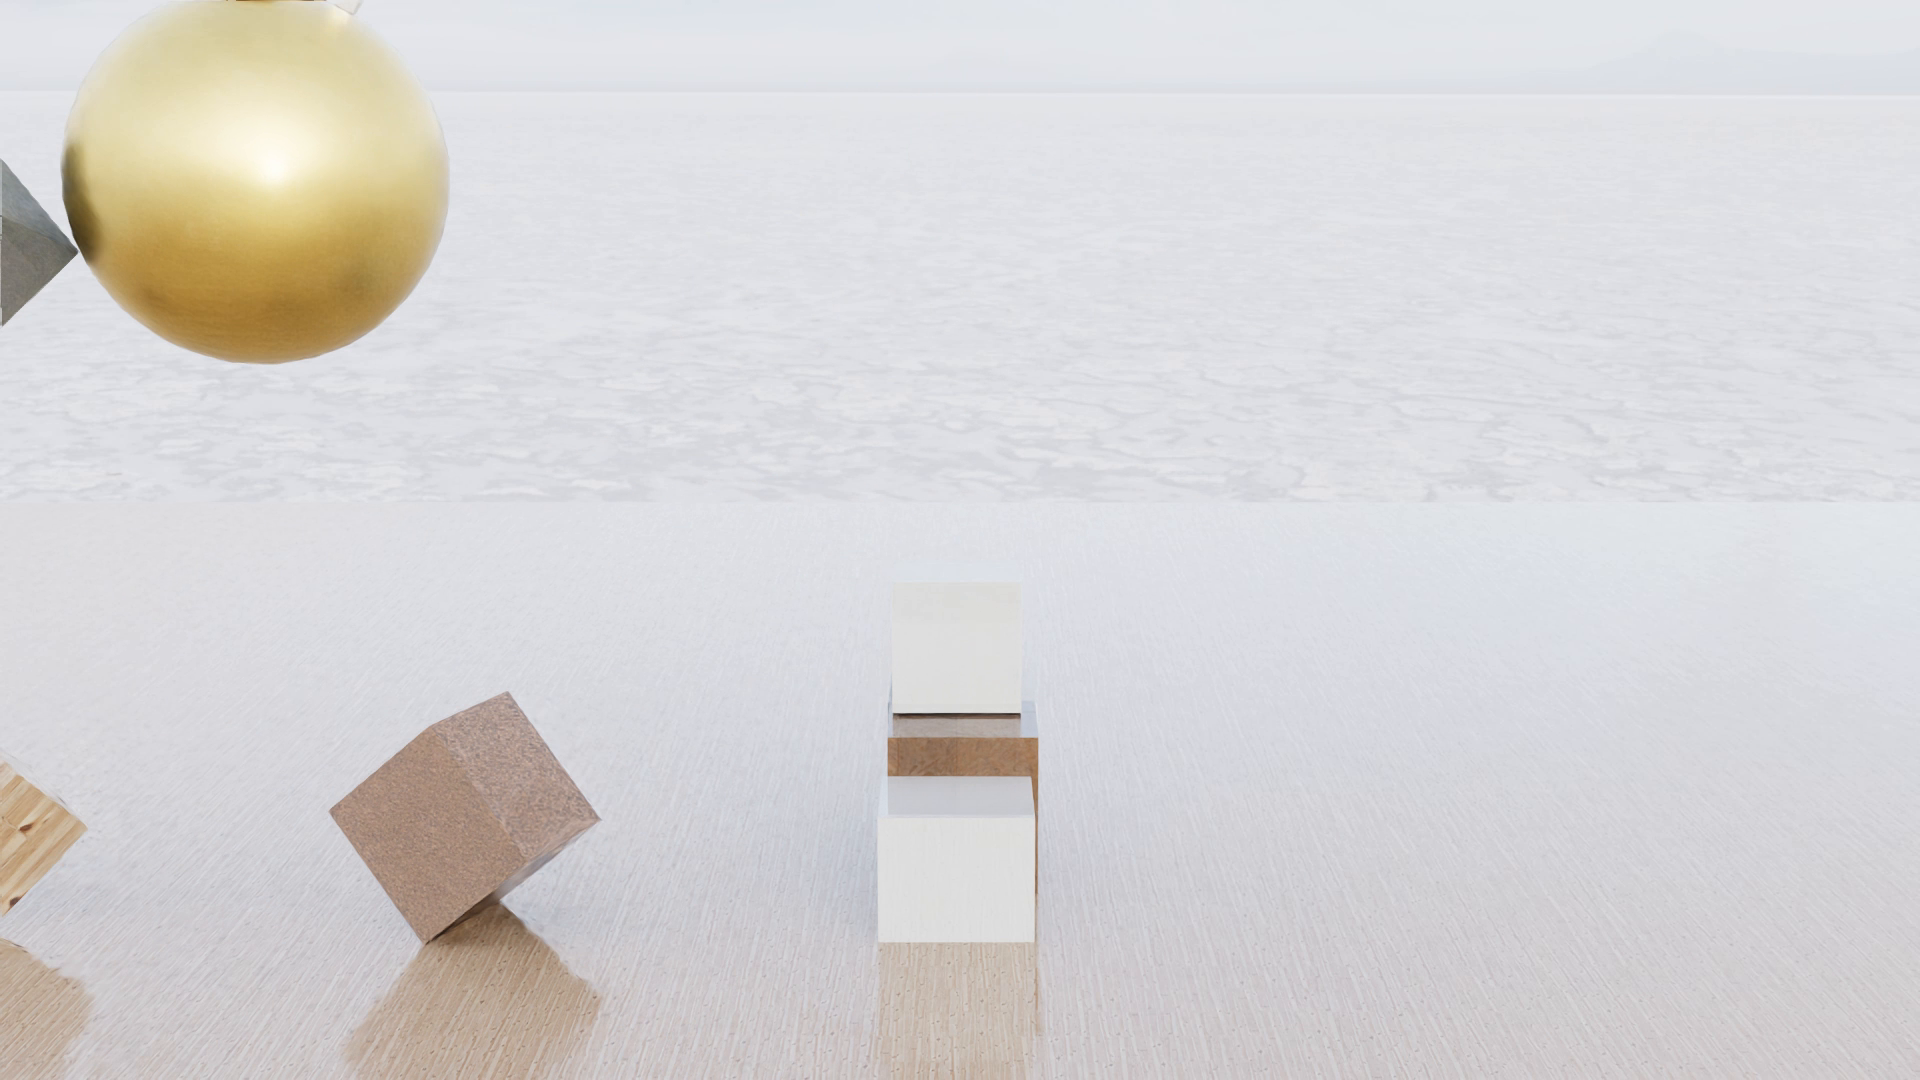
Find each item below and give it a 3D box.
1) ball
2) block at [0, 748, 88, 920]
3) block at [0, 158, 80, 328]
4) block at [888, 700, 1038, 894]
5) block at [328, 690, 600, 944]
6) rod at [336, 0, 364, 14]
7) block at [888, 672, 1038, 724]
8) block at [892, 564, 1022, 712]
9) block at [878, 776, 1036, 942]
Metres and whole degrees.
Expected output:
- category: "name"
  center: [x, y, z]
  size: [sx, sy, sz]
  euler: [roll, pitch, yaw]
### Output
- category: "ball"
  center: [-2.978, -1.545, 10.899]
  size: [1.600, 1.600, 1.600]
  euler: [0, 10, 0]
- category: "block"
  center: [-4.074, 1.164, 10.684]
  size: [0.466, 0.513, 0.501]
  euler: [32, -16, 35]
- category: "block"
  center: [-4.326, -1.339, 10.832]
  size: [0.743, 0.621, 0.663]
  euler: [47, 3, 13]
- category: "block"
  center: [0.014, 1.132, 11.385]
  size: [0.649, 0.699, 0.655]
  euler: [0, 10, 0]
- category: "block"
  center: [-2.050, 1.146, 10.661]
  size: [0.641, 0.678, 0.623]
  euler: [-38, -4, 22]
- category: "rod"
  center: [-1.290, -4.449, 10.371]
  size: [0.080, 5.200, 0.080]
  euler: [29, 9, -5]
- category: "block"
  center: [0.012, 1.023, 12.027]
  size: [0.680, 0.683, 0.616]
  euler: [0, 10, 0]
- category: "block"
  center: [-0.015, 0.437, 11.625]
  size: [0.571, 0.585, 0.599]
  euler: [0, 7, 0]
- category: "block"
  center: [-0.016, 1.332, 10.767]
  size: [0.641, 0.528, 0.626]
  euler: [0, 10, 0]
